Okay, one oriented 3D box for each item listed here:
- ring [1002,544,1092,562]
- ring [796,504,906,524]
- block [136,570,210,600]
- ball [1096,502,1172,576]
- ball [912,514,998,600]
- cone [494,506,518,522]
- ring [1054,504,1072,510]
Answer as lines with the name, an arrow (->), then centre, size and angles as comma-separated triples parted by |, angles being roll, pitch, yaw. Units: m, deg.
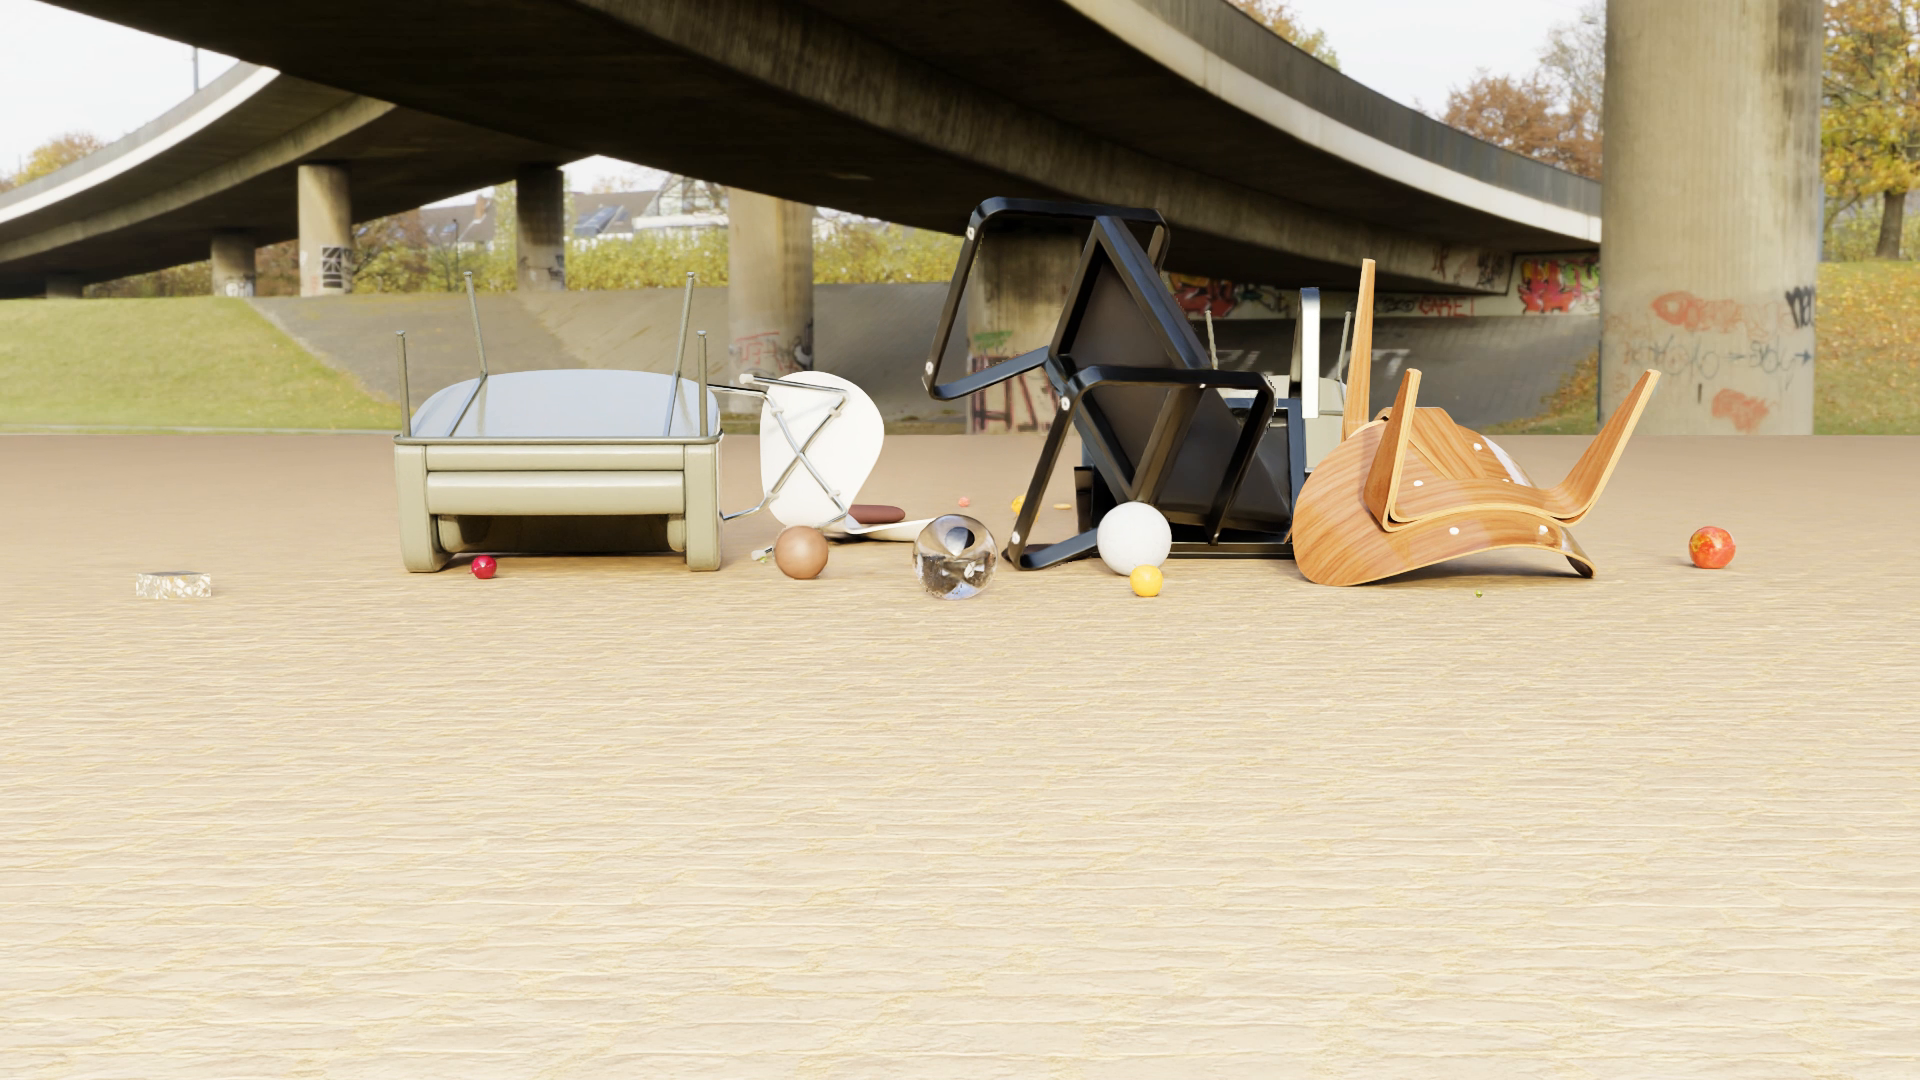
ring -> 0.228, 0.034, 5.764 | 0.285, 0.040, 0.152 | -3, 6, -38
ring -> -0.368, -0.087, 7.392 | 0.370, 0.059, 0.217 | 1, 3, 0
block -> -1.709, 0.097, 4.776 | 0.119, 0.049, 0.109 | 4, 5, 43
ball -> 0.417, -0.002, 5.268 | 0.179, 0.179, 0.179 | 0, 4, 0
ball -> -0.011, 0.036, 4.683 | 0.184, 0.184, 0.184 | 0, 4, 0
cone -> -1.565, -0.077, 7.490 | 0.085, 0.049, 0.086 | 2, 20, 12
ring -> 0.384, -0.125, 8.223 | 0.068, 0.021, 0.061 | 0, 5, -15
